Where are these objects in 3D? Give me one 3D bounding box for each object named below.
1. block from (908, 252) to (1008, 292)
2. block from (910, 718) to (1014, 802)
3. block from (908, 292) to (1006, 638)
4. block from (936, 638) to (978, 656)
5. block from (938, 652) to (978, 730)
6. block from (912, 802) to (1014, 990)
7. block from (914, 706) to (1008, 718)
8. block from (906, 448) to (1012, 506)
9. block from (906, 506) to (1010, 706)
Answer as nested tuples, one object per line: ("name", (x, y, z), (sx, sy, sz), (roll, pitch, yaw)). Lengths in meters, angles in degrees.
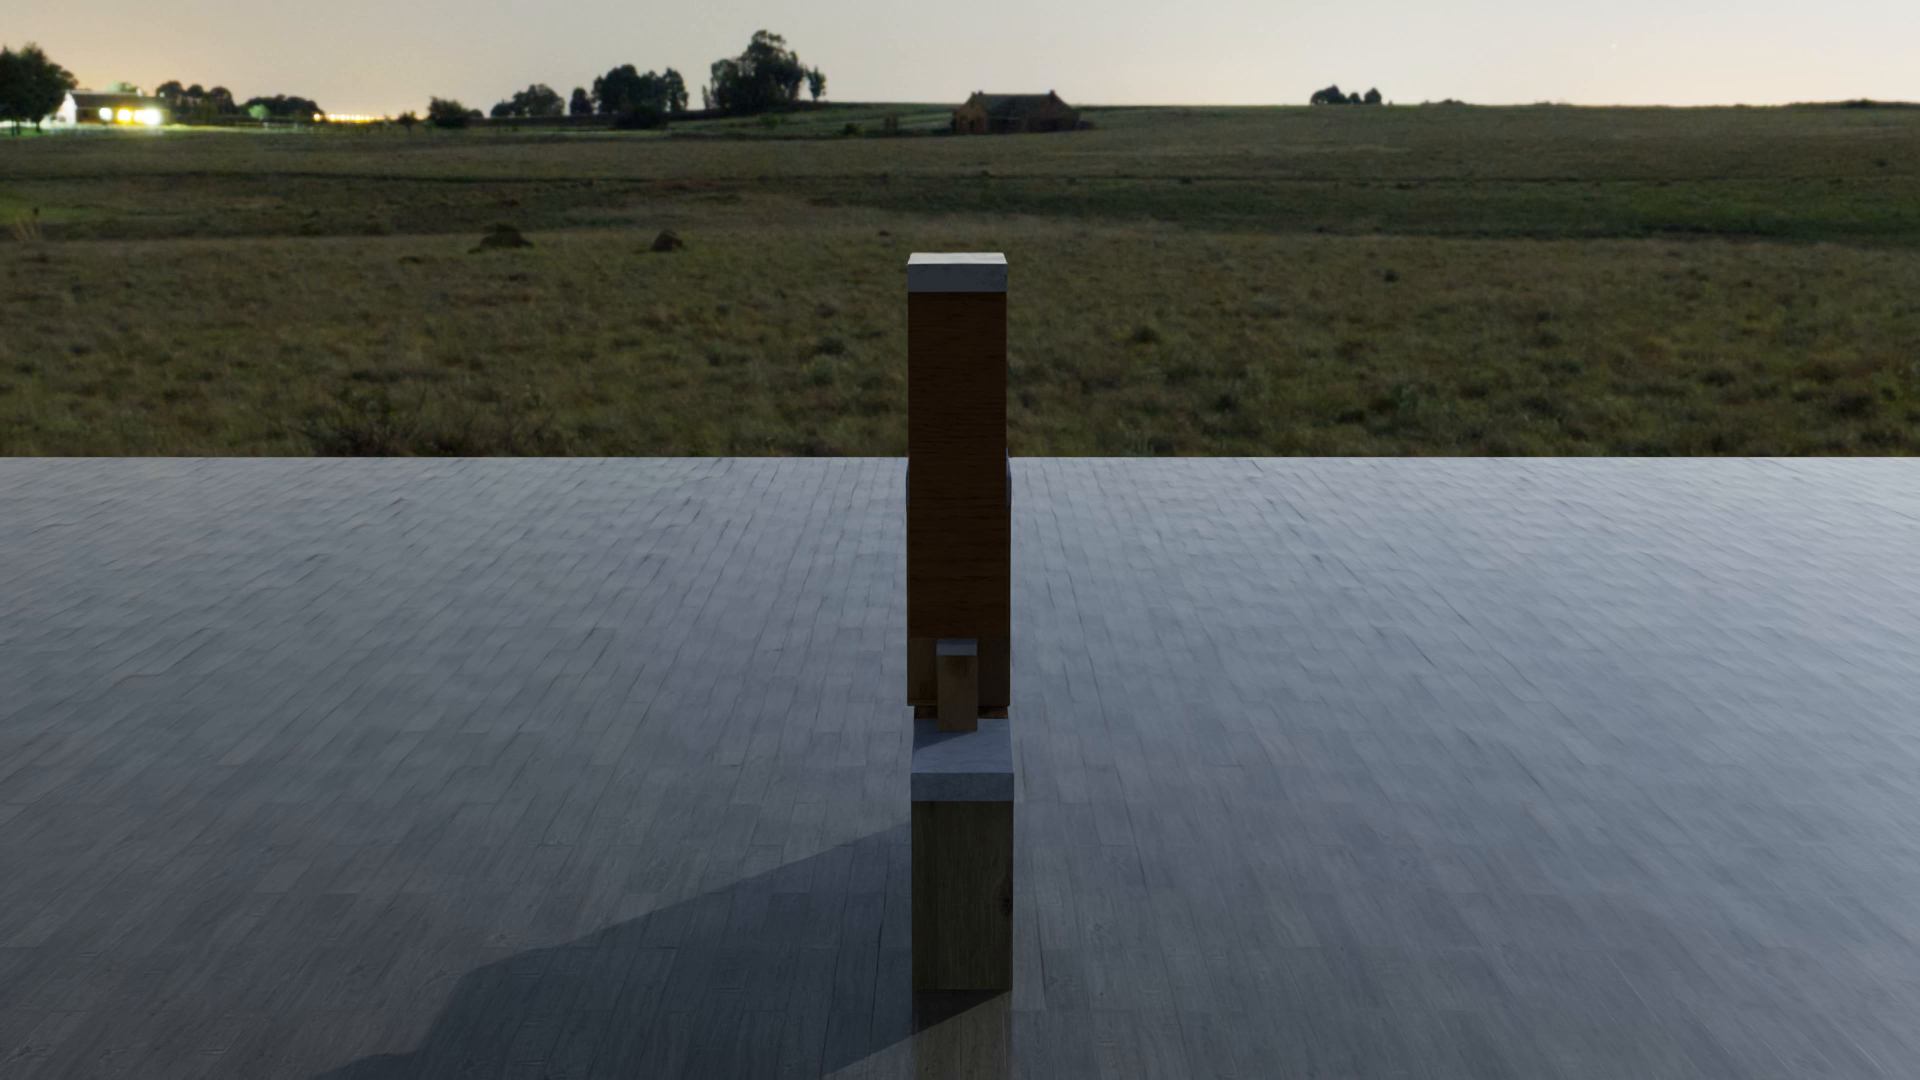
("block", (-0.004, -0.417, 3.413), (0.148, 0.042, 0.296), (0, 11, 0))
("block", (0.004, 0.329, 3.321), (0.149, 0.042, 0.299), (0, 11, 0))
("block", (-0.004, -0.115, 3.368), (0.148, 0.534, 0.042), (0, 11, 0))
("block", (-0.003, 0.156, 3.418), (0.061, 0.017, 0.122), (0, 11, 1))
("block", (-0.004, 0.232, 3.391), (0.061, 0.122, 0.017), (0, 10, 0))
("block", (0.003, 0.515, 3.254), (0.149, 0.299, 0.042), (0, 11, 0))
("block", (0.001, 0.274, 3.619), (0.149, 0.042, 0.299), (0, 11, 0))
("block", (-0.002, -0.106, 3.606), (0.166, 0.047, 0.331), (0, 10, 0))
("block", (-0.002, 0.100, 3.531), (0.166, 0.331, 0.047), (0, 10, 0))
